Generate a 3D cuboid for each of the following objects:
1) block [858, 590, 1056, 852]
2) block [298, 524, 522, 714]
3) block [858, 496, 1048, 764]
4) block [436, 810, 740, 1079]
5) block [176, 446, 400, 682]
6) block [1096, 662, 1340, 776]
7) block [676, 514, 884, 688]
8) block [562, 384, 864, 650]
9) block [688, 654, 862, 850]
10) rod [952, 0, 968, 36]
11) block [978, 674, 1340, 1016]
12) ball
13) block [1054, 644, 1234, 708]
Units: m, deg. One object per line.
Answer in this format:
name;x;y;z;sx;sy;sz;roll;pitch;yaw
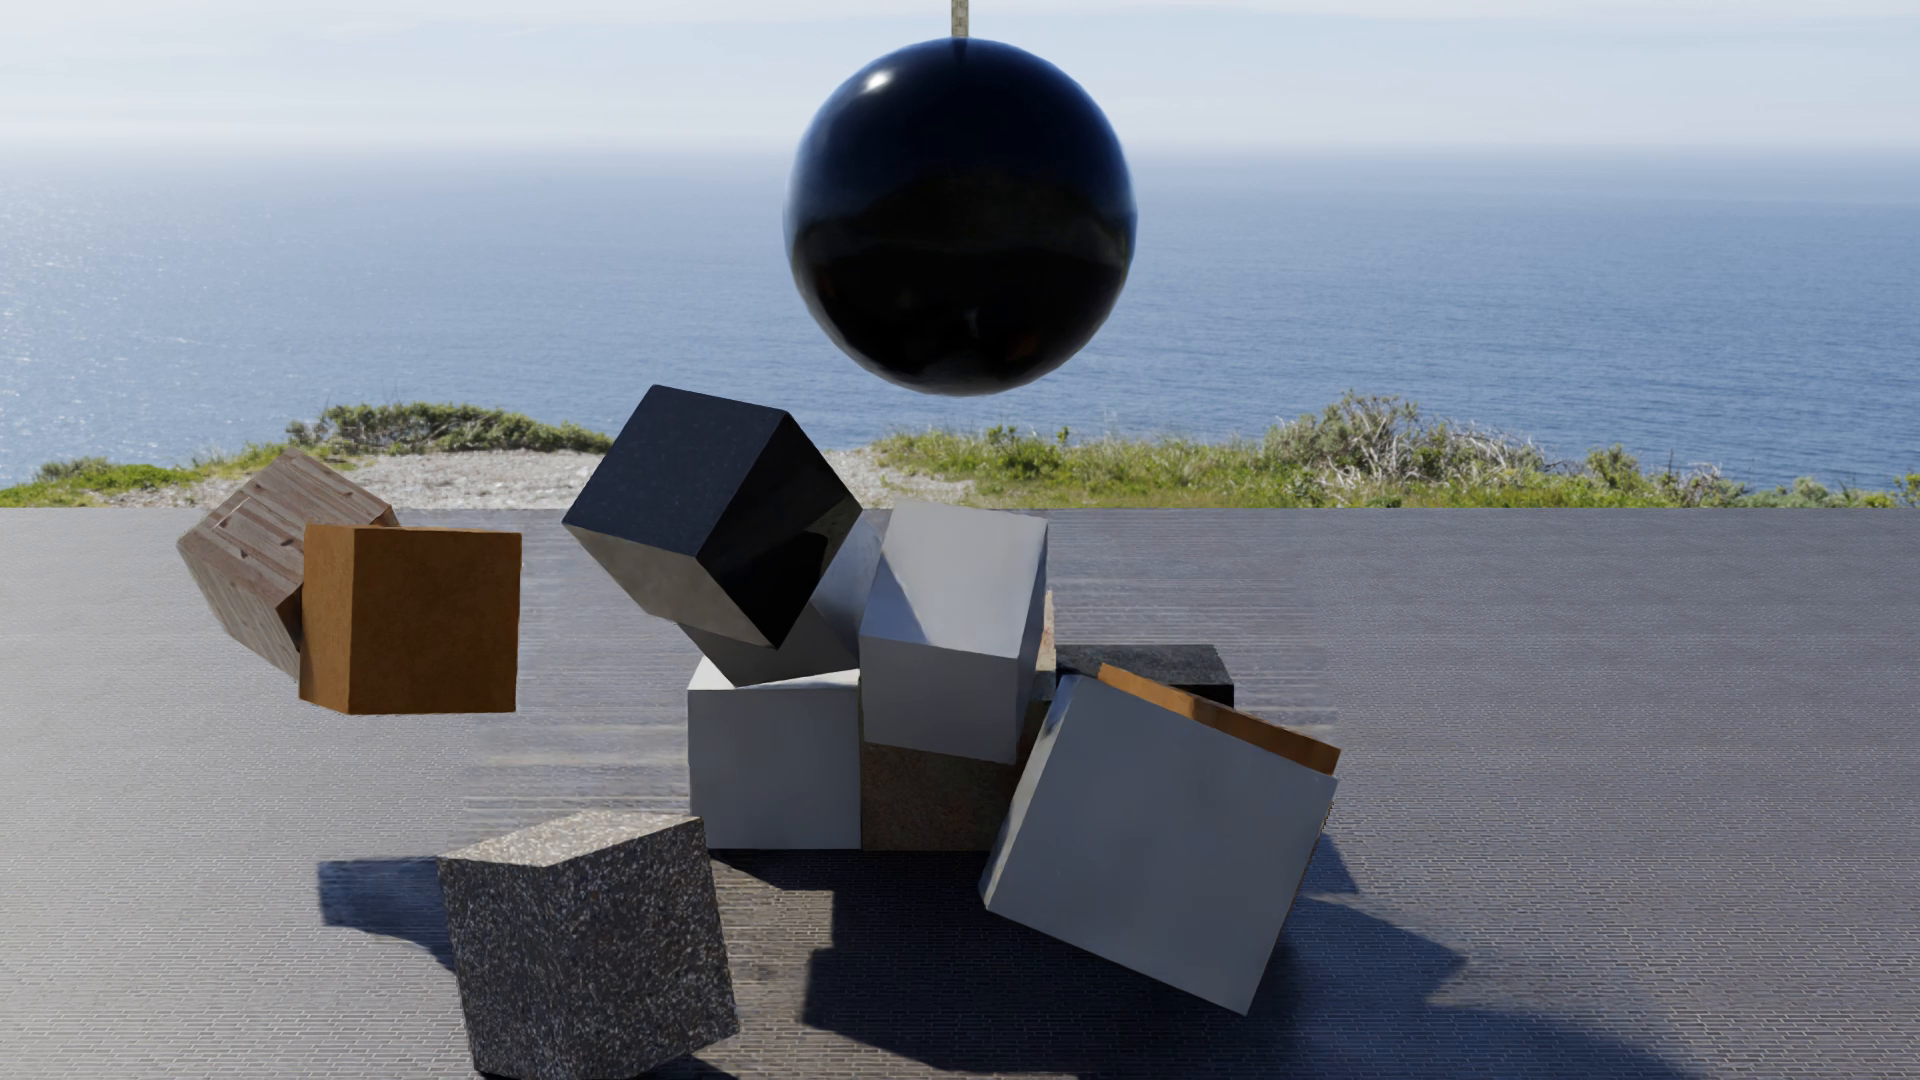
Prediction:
block;-0.009;0.905;11.083;0.950;0.975;0.878;0;35;0
block;-2.613;0.364;10.435;0.793;0.840;0.775;2;1;-33
block;-0.020;0.421;10.189;0.713;0.819;0.818;8;51;7
block;-1.411;1.530;8.324;0.694;0.836;0.778;-13;6;-43
block;-3.307;0.154;11.131;0.748;0.725;0.770;27;58;26
block;1.057;1.155;10.104;0.789;0.839;0.851;20;-1;-35
block;-0.900;0.163;10.734;0.717;0.738;0.749;-10;50;23
block;-1.120;-0.111;10.029;0.845;0.799;0.751;13;-27;36
block;-0.923;1.067;11.390;0.856;0.825;0.870;0;10;0
rod;0.000;-4.838;9.845;0.080;5.200;0.080;0;0;0
block;0.764;1.191;8.861;1.069;0.967;0.914;22;-4;-1
ball;0.000;-1.438;9.868;1.600;1.600;1.600;0;10;0
block;0.914;1.055;11.376;0.875;0.854;0.883;0;10;0
